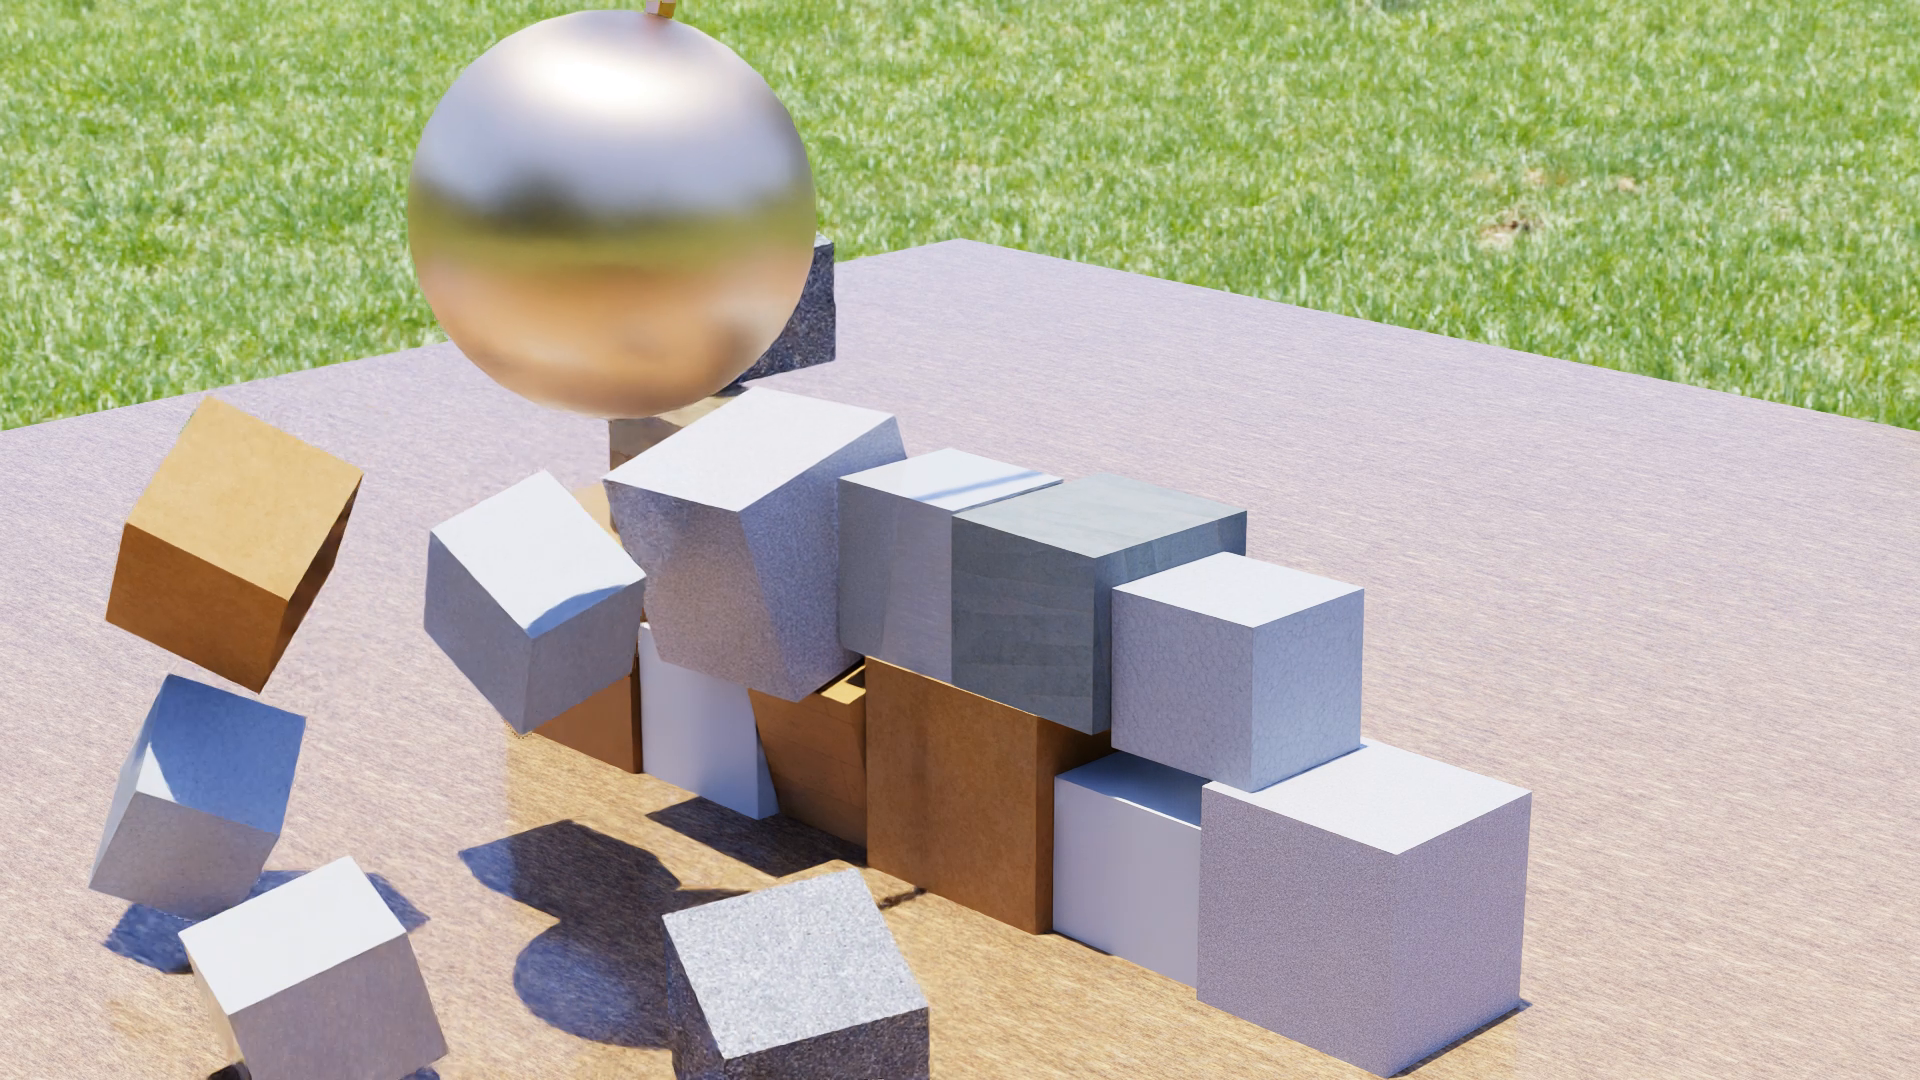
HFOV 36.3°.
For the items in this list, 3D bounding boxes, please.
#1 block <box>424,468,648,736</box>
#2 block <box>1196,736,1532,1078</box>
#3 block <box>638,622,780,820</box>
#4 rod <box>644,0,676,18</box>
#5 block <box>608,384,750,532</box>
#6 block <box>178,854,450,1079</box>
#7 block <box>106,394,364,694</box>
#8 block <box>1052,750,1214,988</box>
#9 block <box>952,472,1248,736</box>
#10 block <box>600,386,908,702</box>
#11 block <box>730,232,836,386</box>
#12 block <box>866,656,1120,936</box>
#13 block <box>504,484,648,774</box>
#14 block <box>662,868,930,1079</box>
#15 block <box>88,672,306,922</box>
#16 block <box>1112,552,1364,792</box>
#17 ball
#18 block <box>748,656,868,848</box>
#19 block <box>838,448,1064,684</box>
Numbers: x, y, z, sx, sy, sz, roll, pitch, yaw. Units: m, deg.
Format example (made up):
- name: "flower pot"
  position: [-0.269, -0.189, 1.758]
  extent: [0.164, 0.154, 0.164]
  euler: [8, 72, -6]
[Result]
- name: "block"
  position: [-1.907, 0.278, 13.104]
  extent: [0.629, 0.715, 0.734]
  euler: [-31, 63, -32]
- name: "block"
  position: [1.654, 1.470, 12.067]
  extent: [0.907, 0.961, 0.983]
  euler: [-17, 24, -42]
- name: "block"
  position: [-0.932, 0.777, 14.569]
  extent: [0.973, 0.781, 0.873]
  euler: [-17, 24, -42]
- name: "rod"
  position: [-0.590, -4.575, 11.286]
  extent: [0.080, 5.200, 0.080]
  euler: [17, 5, 42]
- name: "block"
  position: [-1.261, -0.349, 14.488]
  extent: [0.659, 0.687, 0.701]
  euler: [-14, 23, -38]
- name: "block"
  position: [-2.507, 1.759, 11.374]
  extent: [0.719, 0.599, 0.677]
  euler: [-24, 31, -20]
- name: "block"
  position: [-3.076, 0.026, 12.422]
  extent: [0.722, 0.834, 0.721]
  euler: [26, 54, -5]
- name: "block"
  position: [0.993, 1.380, 12.746]
  extent: [0.771, 0.725, 0.887]
  euler: [-17, 24, -42]
- name: "block"
  position: [0.605, 0.255, 12.804]
  extent: [0.971, 0.782, 0.844]
  euler: [-16, 24, -42]
- name: "block"
  position: [-0.864, 0.000, 13.699]
  extent: [0.980, 0.988, 1.011]
  euler: [-34, 31, -34]
- name: "block"
  position: [-1.135, -1.270, 14.849]
  extent: [0.713, 0.641, 0.801]
  euler: [-15, 31, -26]
- name: "block"
  position: [0.287, 1.028, 13.361]
  extent: [0.954, 1.027, 1.071]
  euler: [-17, 24, -42]
- name: "block"
  position: [-1.632, 0.398, 15.166]
  extent: [1.054, 1.147, 1.064]
  euler: [-17, 24, -42]
- name: "block"
  position: [-0.601, 1.831, 10.752]
  extent: [0.754, 0.794, 0.785]
  euler: [-12, 37, -17]
- name: "block"
  position: [-3.312, 1.140, 12.751]
  extent: [0.625, 0.732, 0.668]
  euler: [21, 41, -18]
- name: "block"
  position: [1.158, 0.536, 12.270]
  extent: [0.715, 0.706, 0.765]
  euler: [-16, 23, -42]
- name: "ball"
  position: [-1.361, -1.271, 11.516]
  extent: [1.600, 1.600, 1.600]
  euler: [0, 17, 0]
- name: "block"
  position: [-0.439, 0.864, 13.904]
  extent: [0.738, 0.850, 0.723]
  euler: [17, 40, 43]
- name: "block"
  position: [-0.041, 0.105, 13.250]
  extent: [0.724, 0.801, 0.703]
  euler: [17, 24, 42]
